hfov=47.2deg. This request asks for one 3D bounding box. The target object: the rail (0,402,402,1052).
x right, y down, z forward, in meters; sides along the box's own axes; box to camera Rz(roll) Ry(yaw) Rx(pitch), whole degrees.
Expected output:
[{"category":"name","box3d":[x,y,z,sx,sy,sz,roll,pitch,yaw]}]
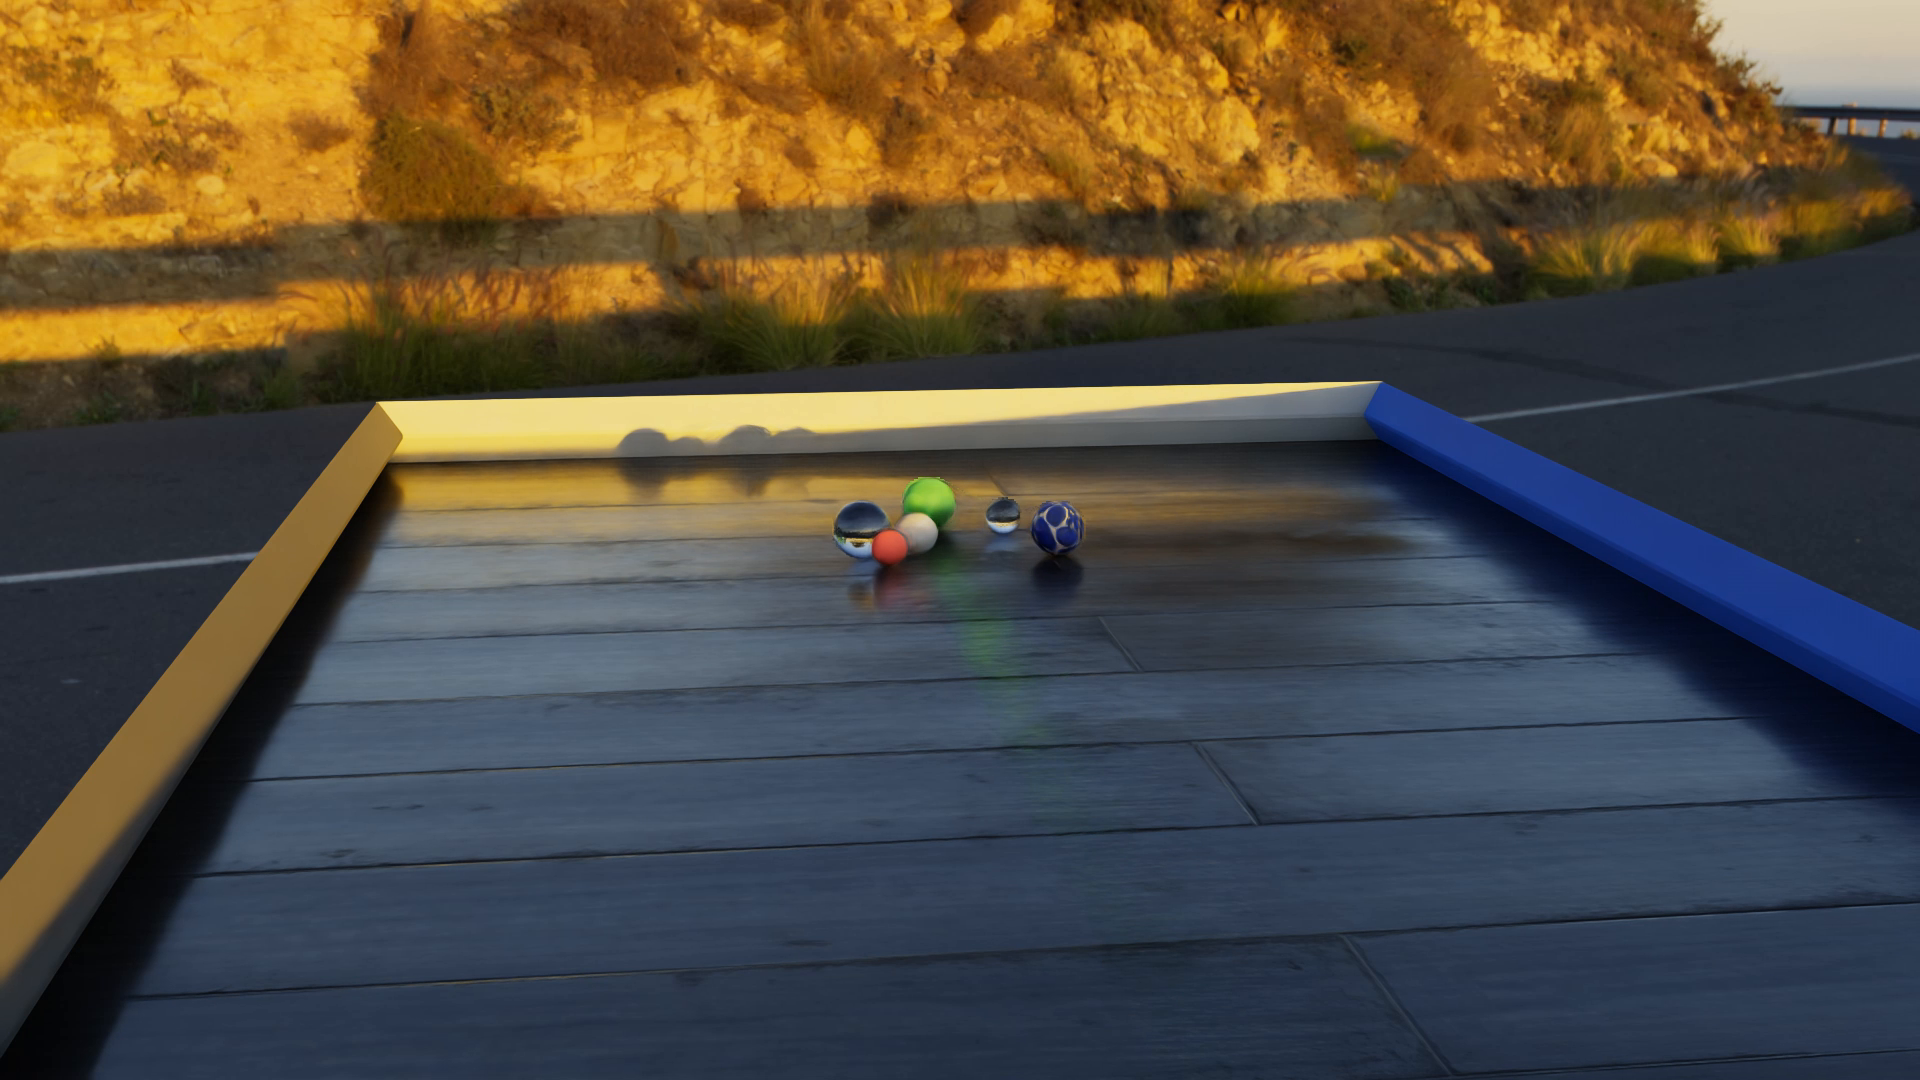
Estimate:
[{"category":"rail","box3d":[-0.726,0.190,2.043,0.045,0.102,3.414,-2,13,-7]}]

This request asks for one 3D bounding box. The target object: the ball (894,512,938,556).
[{"category":"ball","box3d":[-0.061,-0.009,3.027,0.060,0.060,0.060,0,13,0]}]

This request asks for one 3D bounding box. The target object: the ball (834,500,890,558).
[{"category":"ball","box3d":[-0.134,-0.014,3.008,0.079,0.079,0.079,0,13,0]}]

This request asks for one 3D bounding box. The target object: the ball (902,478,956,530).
[{"category":"ball","box3d":[-0.045,-0.052,3.182,0.076,0.076,0.076,0,13,0]}]

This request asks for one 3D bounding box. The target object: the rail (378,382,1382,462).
[{"category":"rail","box3d":[-0.110,-0.201,3.781,1.742,0.102,0.045,-2,13,-7]}]

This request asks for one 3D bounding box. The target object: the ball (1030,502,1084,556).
[{"category":"ball","box3d":[0.134,-0.016,3.026,0.074,0.074,0.074,0,13,0]}]

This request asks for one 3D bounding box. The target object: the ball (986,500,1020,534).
[{"category":"ball","box3d":[0.062,-0.034,3.162,0.049,0.049,0.049,0,13,0]}]

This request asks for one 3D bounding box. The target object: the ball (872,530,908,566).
[{"category":"ball","box3d":[-0.095,0.011,2.964,0.048,0.048,0.048,0,13,0]}]

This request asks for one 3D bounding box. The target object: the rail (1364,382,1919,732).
[{"category":"rail","box3d":[0.953,0.140,2.262,0.045,0.102,3.414,-2,13,-7]}]
